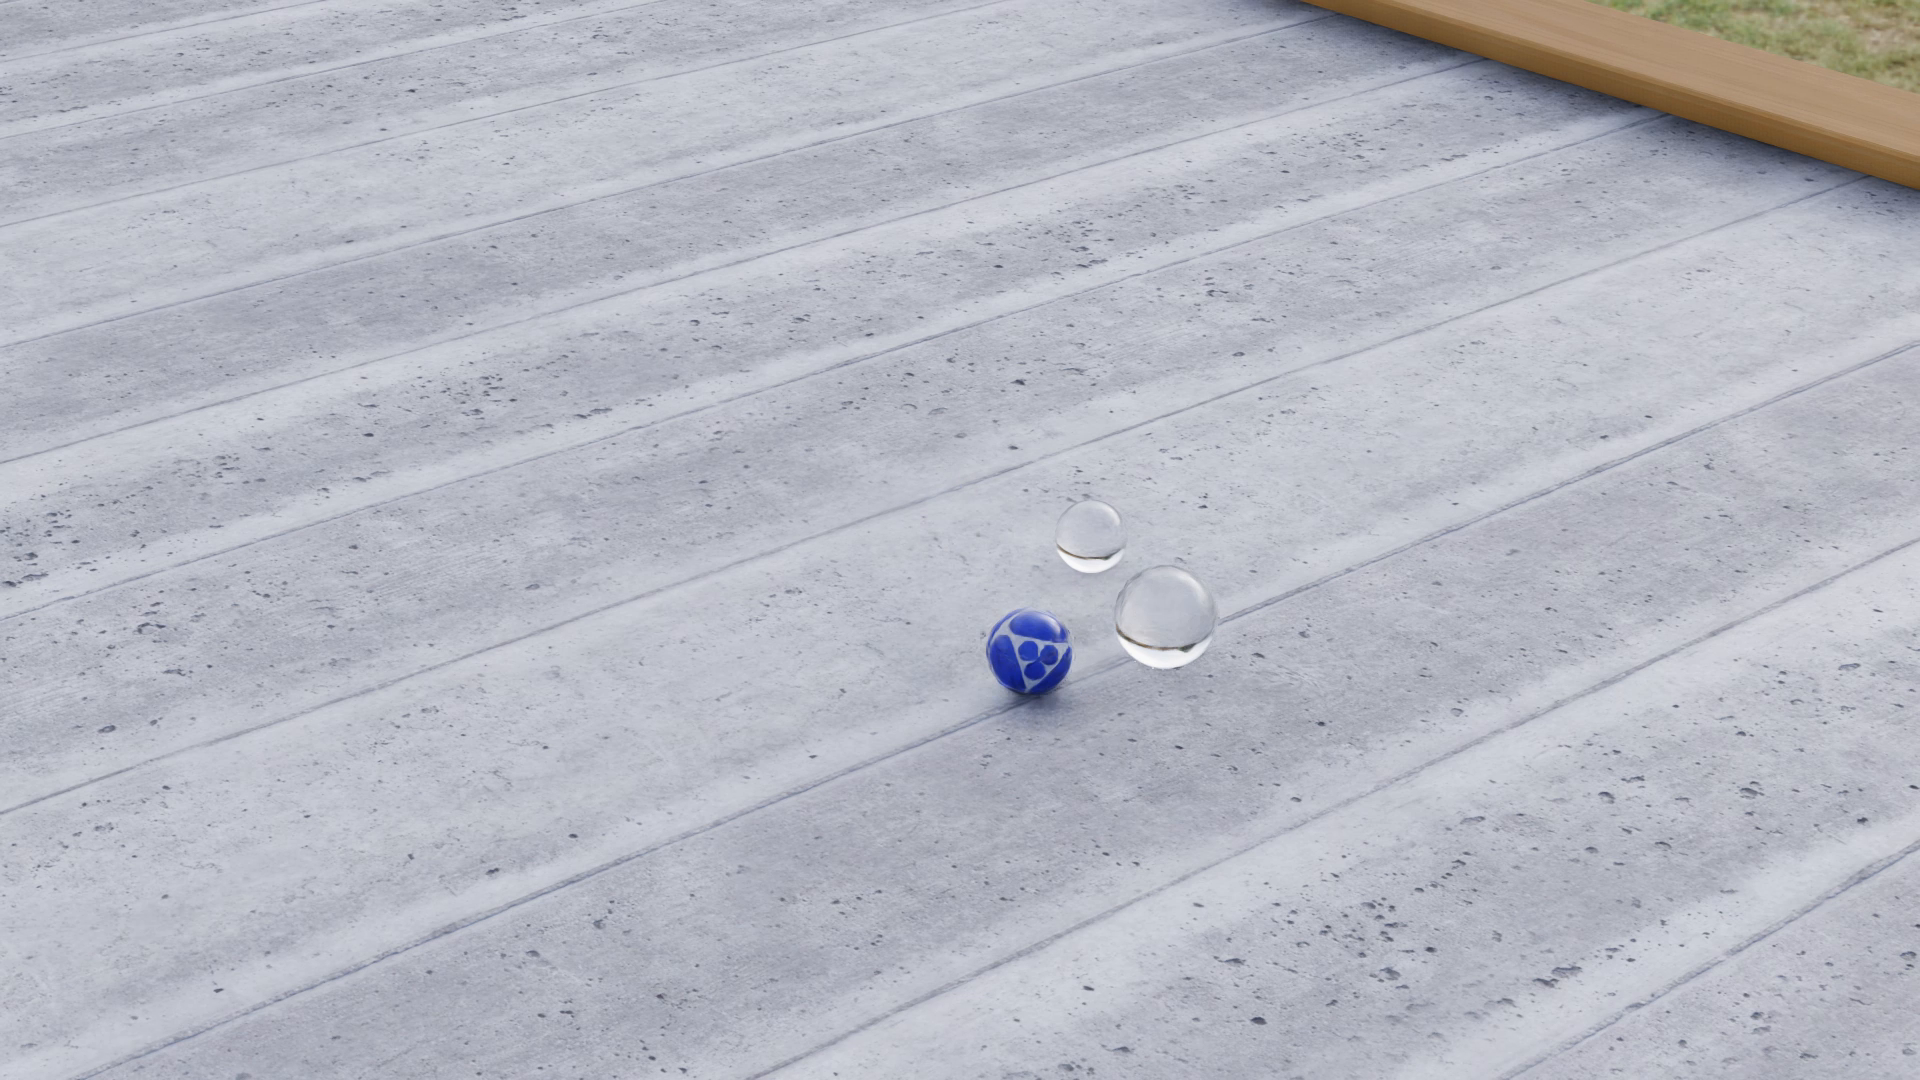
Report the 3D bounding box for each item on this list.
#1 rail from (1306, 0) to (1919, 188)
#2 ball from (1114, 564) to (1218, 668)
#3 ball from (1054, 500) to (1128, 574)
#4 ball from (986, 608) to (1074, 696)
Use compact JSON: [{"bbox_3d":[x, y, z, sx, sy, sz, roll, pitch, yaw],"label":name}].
[{"bbox_3d":[0.259,-0.725,3.506,0.045,0.090,4.377,-20,32,-34],"label":"rail"},{"bbox_3d":[0.136,0.051,1.955,0.069,0.069,0.069,0,26,0],"label":"ball"},{"bbox_3d":[0.093,-0.003,2.083,0.052,0.052,0.052,0,26,0],"label":"ball"},{"bbox_3d":[0.046,0.073,1.924,0.057,0.057,0.057,0,26,0],"label":"ball"}]
